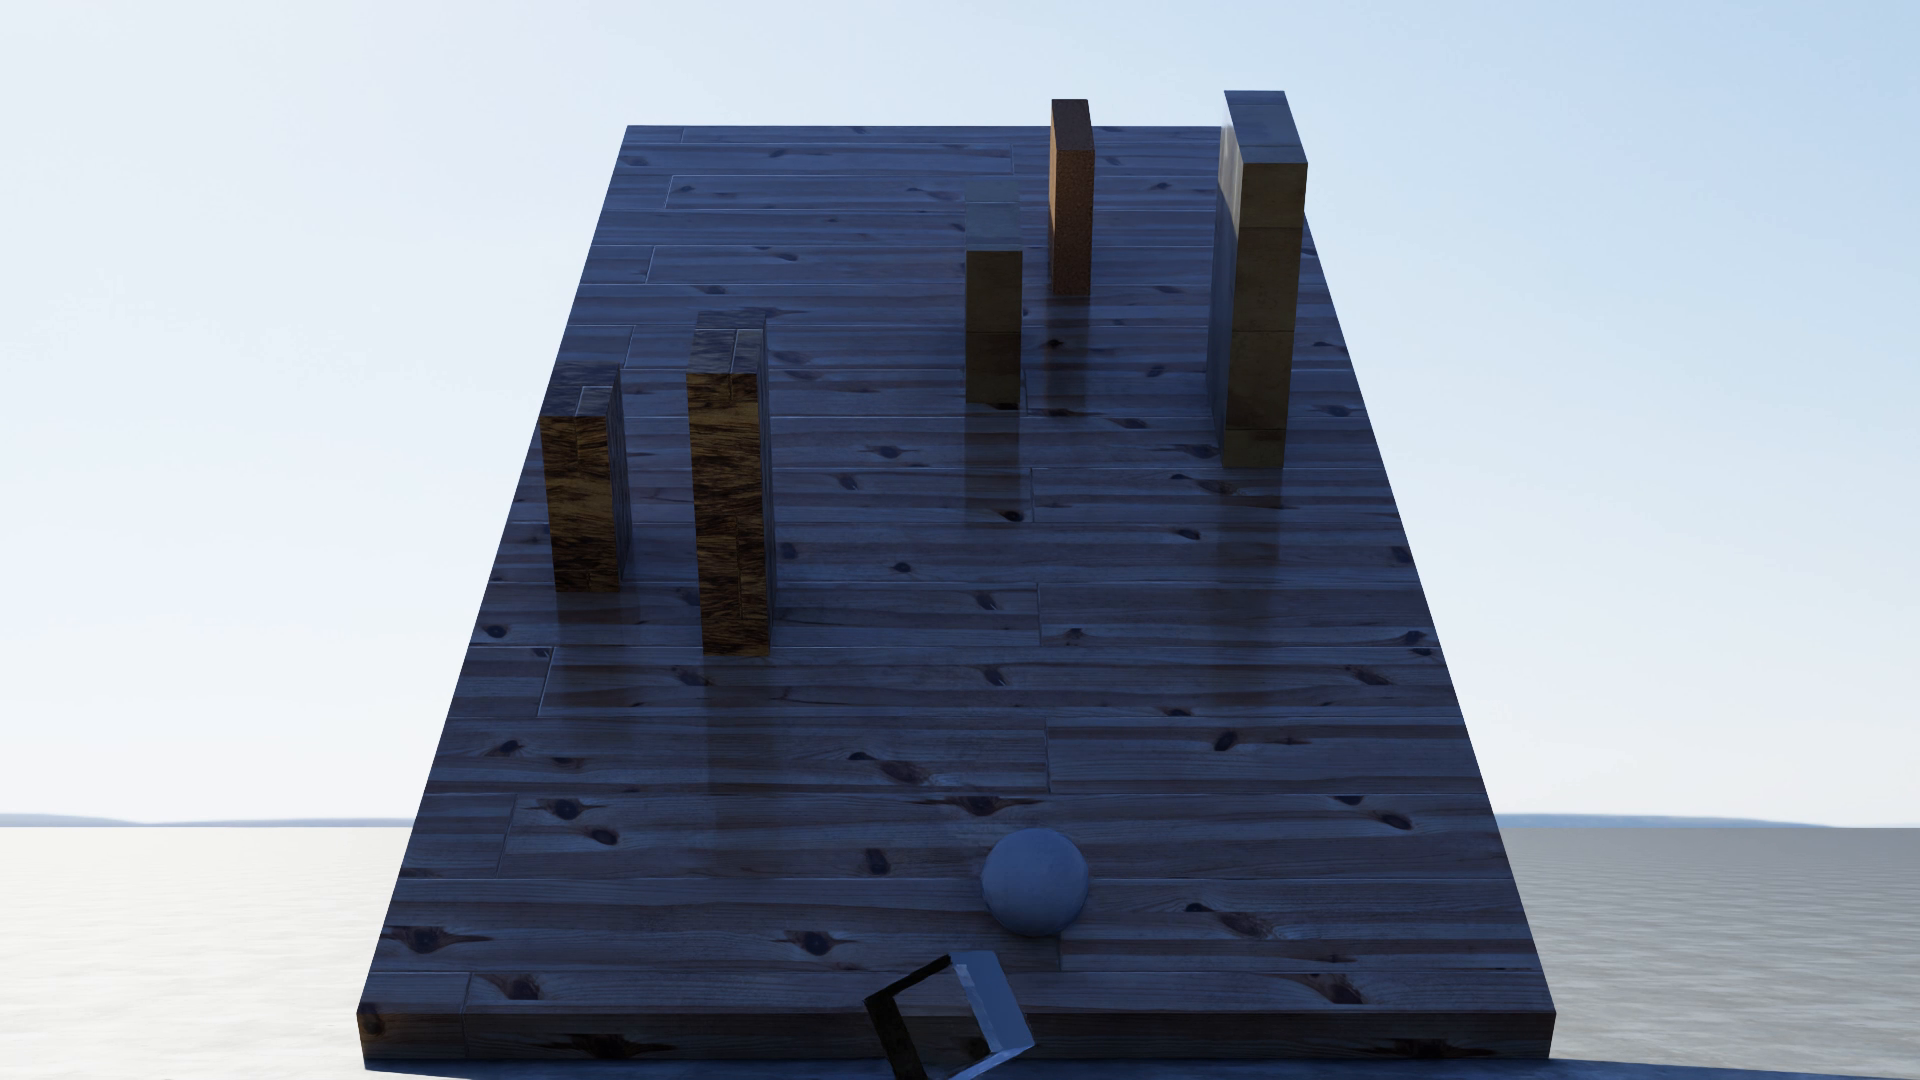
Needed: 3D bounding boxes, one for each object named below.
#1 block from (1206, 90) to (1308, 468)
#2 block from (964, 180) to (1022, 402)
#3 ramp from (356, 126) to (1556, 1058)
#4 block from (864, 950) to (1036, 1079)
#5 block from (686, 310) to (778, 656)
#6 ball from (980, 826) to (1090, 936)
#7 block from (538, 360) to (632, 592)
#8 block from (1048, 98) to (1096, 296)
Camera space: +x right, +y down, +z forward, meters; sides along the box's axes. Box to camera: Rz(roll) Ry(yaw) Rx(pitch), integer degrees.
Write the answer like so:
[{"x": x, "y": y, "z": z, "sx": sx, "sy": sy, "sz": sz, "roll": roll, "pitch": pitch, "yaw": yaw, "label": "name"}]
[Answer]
[{"x": 0.680, "y": -0.606, "z": 5.639, "sx": 0.141, "sy": 0.754, "sz": 0.440, "roll": 0, "pitch": 31, "yaw": 0, "label": "block"}, {"x": 0.080, "y": -0.615, "z": 5.991, "sx": 0.132, "sy": 0.403, "sz": 0.423, "roll": 0, "pitch": 31, "yaw": 0, "label": "block"}, {"x": -0.014, "y": -0.200, "z": 5.789, "sx": 2.000, "sy": 0.100, "sz": 4.000, "roll": 0, "pitch": 31, "yaw": 0, "label": "ramp"}, {"x": -0.015, "y": 0.707, "z": 3.561, "sx": 0.154, "sy": 0.154, "sz": 0.154, "roll": -32, "pitch": -19, "yaw": 19, "label": "block"}, {"x": -0.456, "y": -0.111, "z": 4.915, "sx": 0.134, "sy": 0.646, "sz": 0.274, "roll": 0, "pitch": 31, "yaw": 0, "label": "block"}, {"x": 0.130, "y": 0.590, "z": 4.198, "sx": 0.188, "sy": 0.188, "sz": 0.188, "roll": 0, "pitch": -7, "yaw": 0, "label": "ball"}, {"x": -0.792, "y": -0.135, "z": 5.169, "sx": 0.135, "sy": 0.422, "sz": 0.249, "roll": 0, "pitch": 31, "yaw": 0, "label": "block"}, {"x": 0.295, "y": -0.917, "z": 6.489, "sx": 0.099, "sy": 0.409, "sz": 0.365, "roll": 0, "pitch": 31, "yaw": 0, "label": "block"}]
